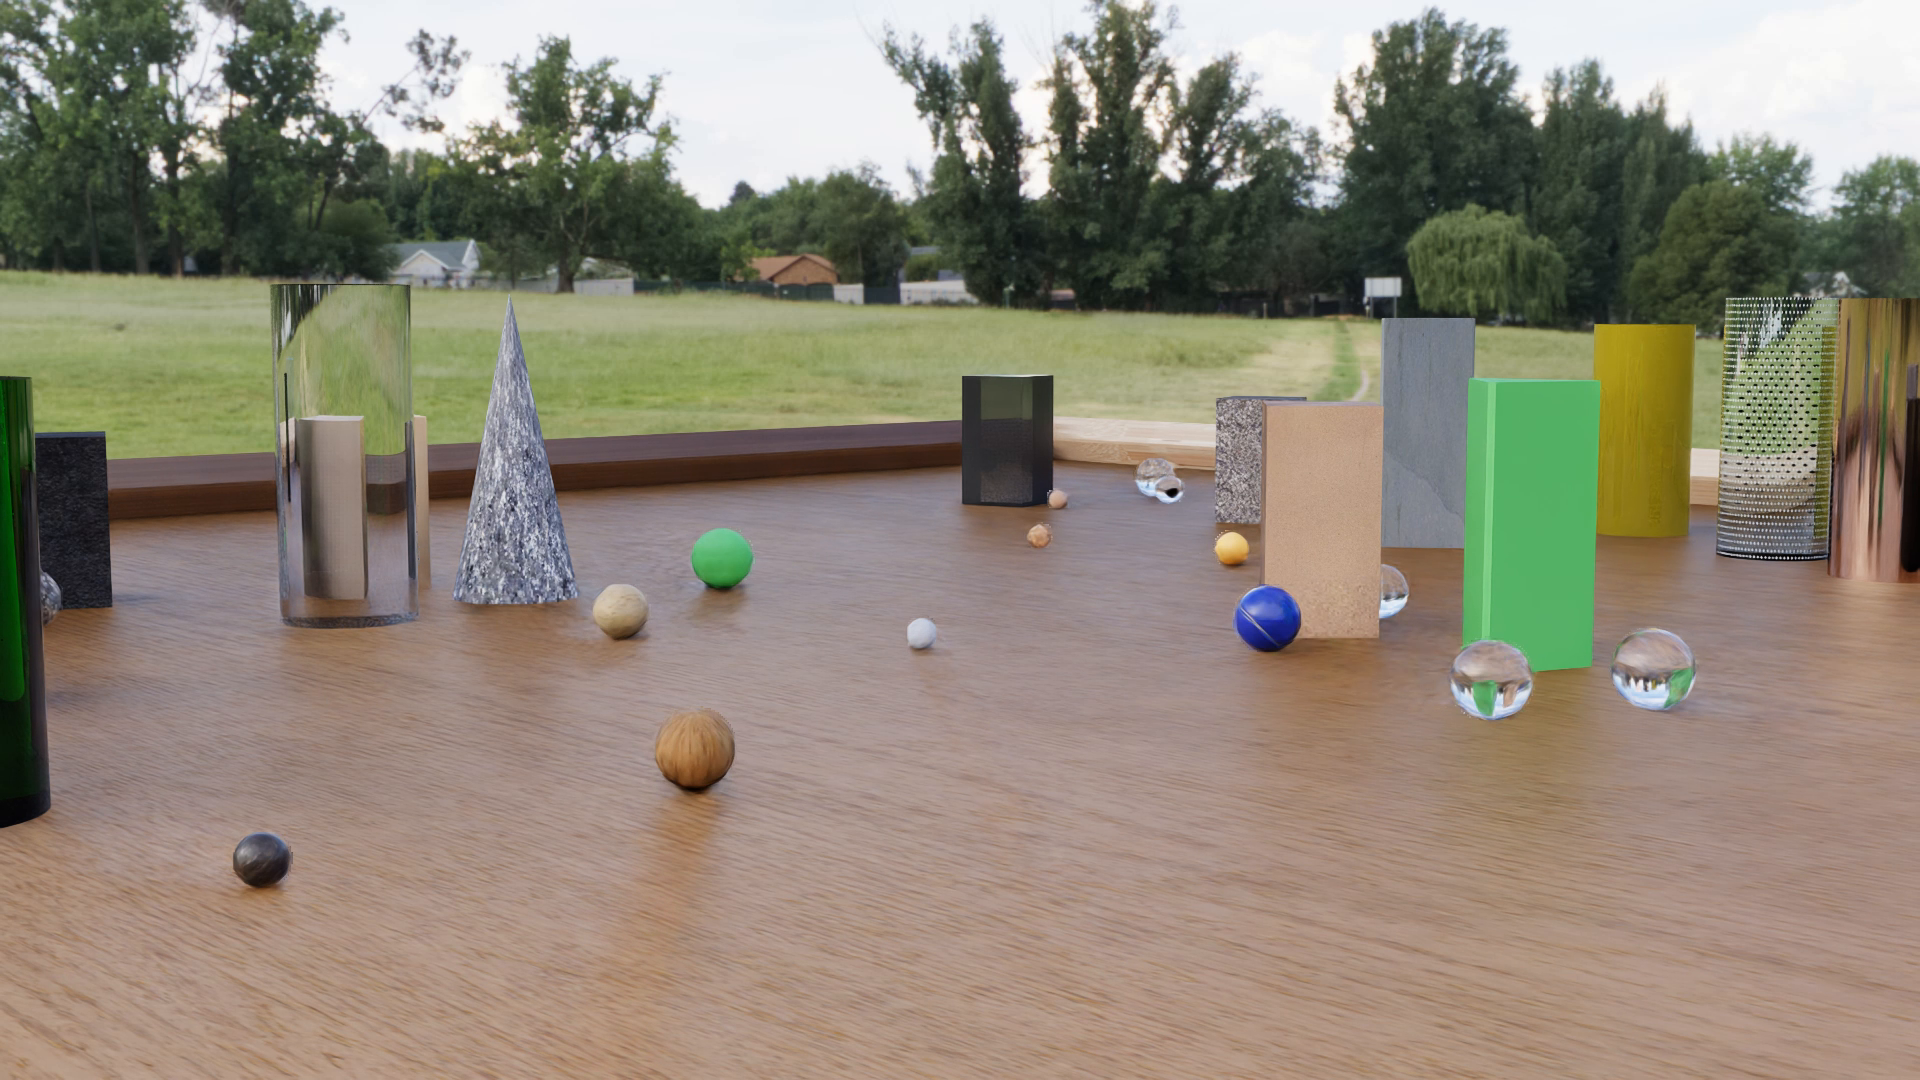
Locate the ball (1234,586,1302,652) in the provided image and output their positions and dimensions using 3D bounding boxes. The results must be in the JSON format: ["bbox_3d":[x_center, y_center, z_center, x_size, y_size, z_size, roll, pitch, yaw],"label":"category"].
[{"bbox_3d":[0.401,0.103,2.866,0.086,0.086,0.086,0,6,0],"label":"ball"}]

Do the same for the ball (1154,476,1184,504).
[{"bbox_3d":[0.478,-0.115,5.036,0.066,0.066,0.066,0,6,0],"label":"ball"}]

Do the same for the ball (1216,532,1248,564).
[{"bbox_3d":[0.475,0.015,3.836,0.057,0.057,0.057,0,6,0],"label":"ball"}]

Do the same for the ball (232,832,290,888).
[{"bbox_3d":[-0.540,0.247,1.699,0.043,0.043,0.043,0,6,0],"label":"ball"}]

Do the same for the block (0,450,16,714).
[{"bbox_3d":[-1.153,0.045,2.438,0.155,0.290,0.155,-4,7,-35],"label":"block"}]

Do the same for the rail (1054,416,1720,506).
[{"bbox_3d":[1.743,-0.135,4.932,0.045,0.125,4.416,-6,8,-42],"label":"rail"}]

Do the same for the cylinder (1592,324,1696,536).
[{"bbox_3d":[1.359,-0.222,4.384,0.193,0.414,0.193,0,6,0],"label":"cylinder"}]

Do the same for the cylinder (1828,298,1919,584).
[{"bbox_3d":[1.553,-0.169,3.652,0.193,0.462,0.193,0,6,0],"label":"cylinder"}]

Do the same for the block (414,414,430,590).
[{"bbox_3d":[-0.951,-0.062,3.527,0.155,0.275,0.155,-4,7,-30],"label":"block"}]

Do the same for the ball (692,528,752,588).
[{"bbox_3d":[-0.380,0.030,3.510,0.097,0.097,0.097,0,6,0],"label":"ball"}]

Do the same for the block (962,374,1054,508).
[{"bbox_3d":[0.110,-0.230,5.038,0.155,0.293,0.155,3,7,29],"label":"block"}]

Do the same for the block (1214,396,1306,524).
[{"bbox_3d":[0.635,-0.171,4.637,0.155,0.259,0.155,2,6,22],"label":"block"}]

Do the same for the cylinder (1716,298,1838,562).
[{"bbox_3d":[1.473,-0.203,3.963,0.193,0.464,0.193,0,6,0],"label":"cylinder"}]

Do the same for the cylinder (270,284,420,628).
[{"bbox_3d":[-0.878,-0.124,3.142,0.193,0.478,0.193,0,6,0],"label":"cylinder"}]

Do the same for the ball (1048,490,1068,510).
[{"bbox_3d":[0.219,-0.089,4.893,0.043,0.043,0.043,0,6,0],"label":"ball"}]

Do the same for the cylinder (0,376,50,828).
[{"bbox_3d":[-0.907,0.052,1.922,0.193,0.384,0.193,0,6,0],"label":"cylinder"}]

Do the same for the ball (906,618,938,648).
[{"bbox_3d":[-0.050,0.123,2.891,0.040,0.040,0.040,0,6,0],"label":"ball"}]

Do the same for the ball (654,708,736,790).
[{"bbox_3d":[-0.247,0.194,2.045,0.075,0.075,0.075,0,6,0],"label":"ball"}]

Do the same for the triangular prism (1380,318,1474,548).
[{"bbox_3d":[0.878,-0.206,4.168,0.167,0.427,0.145,1,6,8],"label":"triangular prism"}]

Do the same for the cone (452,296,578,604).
[{"bbox_3d":[-0.691,-0.146,3.396,0.193,0.469,0.193,0,6,0],"label":"cone"}]

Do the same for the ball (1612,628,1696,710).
[{"bbox_3d":[0.771,0.144,2.445,0.091,0.091,0.091,0,6,0],"label":"ball"}]

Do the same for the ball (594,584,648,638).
[{"bbox_3d":[-0.460,0.096,2.983,0.075,0.075,0.075,0,6,0],"label":"ball"}]

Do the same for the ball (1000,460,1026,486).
[{"bbox_3d":[0.134,-0.167,5.541,0.064,0.064,0.064,0,6,0],"label":"ball"}]

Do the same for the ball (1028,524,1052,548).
[{"bbox_3d":[0.148,-0.006,4.099,0.044,0.044,0.044,0,6,0],"label":"ball"}]

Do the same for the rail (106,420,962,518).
[{"bbox_3d":[-1.481,-0.135,4.928,4.792,0.125,0.045,-6,8,-42],"label":"rail"}]

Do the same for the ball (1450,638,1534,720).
[{"bbox_3d":[0.577,0.152,2.388,0.088,0.088,0.088,0,6,0],"label":"ball"}]

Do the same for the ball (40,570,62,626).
[{"bbox_3d":[-1.297,0.082,3.061,0.085,0.085,0.085,0,6,0],"label":"ball"}]

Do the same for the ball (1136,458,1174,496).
[{"bbox_3d":[0.464,-0.149,5.226,0.094,0.094,0.094,0,6,0],"label":"ball"}]

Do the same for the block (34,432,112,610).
[{"bbox_3d":[-1.370,-0.031,3.325,0.155,0.256,0.155,-2,6,-21],"label":"block"}]

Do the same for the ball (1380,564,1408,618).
[{"bbox_3d":[0.606,0.074,3.169,0.079,0.079,0.079,0,6,0],"label":"ball"}]

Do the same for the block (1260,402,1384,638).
[{"bbox_3d":[0.499,-0.032,3.050,0.155,0.314,0.155,1,6,5],"label":"block"}]

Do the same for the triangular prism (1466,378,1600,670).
[{"bbox_3d":[0.685,-0.023,2.764,0.167,0.357,0.145,-3,7,-25],"label":"triangular prism"}]
